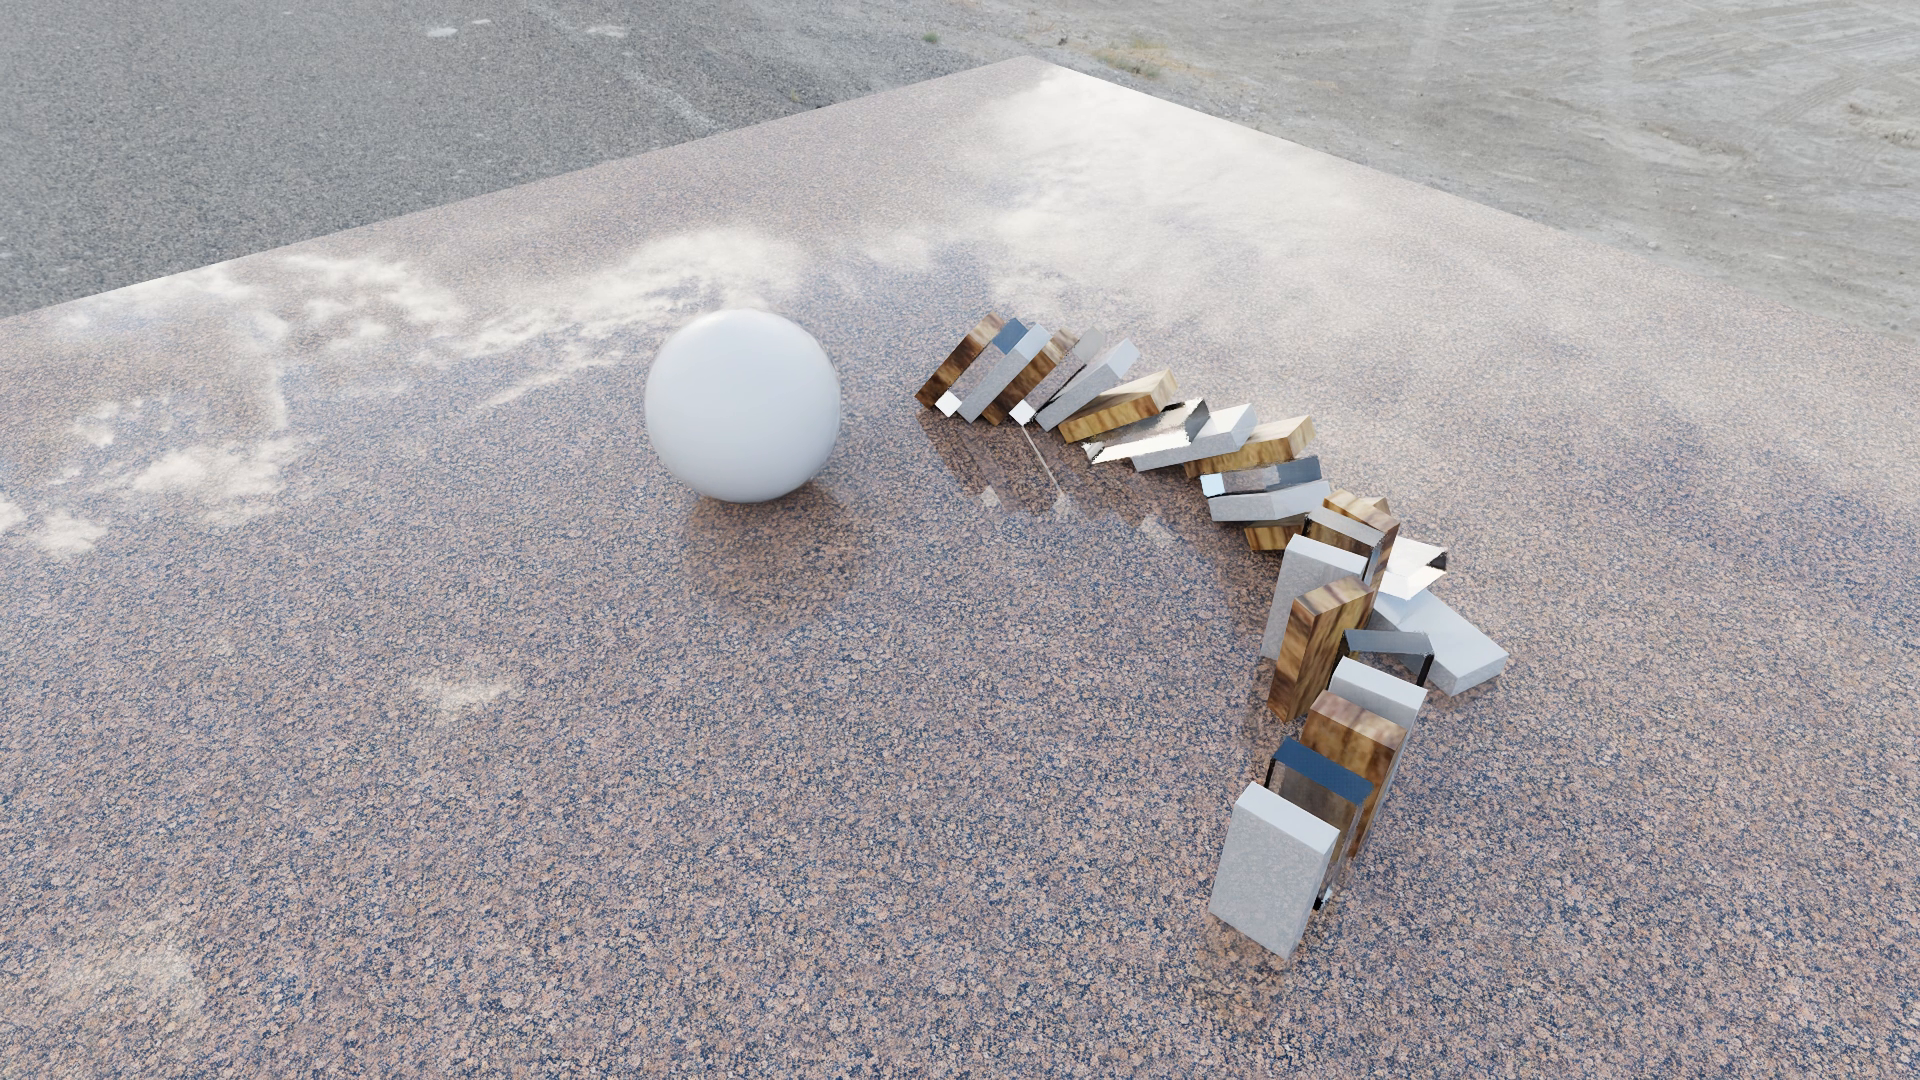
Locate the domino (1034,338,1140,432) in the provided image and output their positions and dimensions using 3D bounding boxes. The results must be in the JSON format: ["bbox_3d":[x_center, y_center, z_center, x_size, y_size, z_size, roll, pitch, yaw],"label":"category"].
[{"bbox_3d":[0.058,-0.071,0.502,0.010,0.050,0.025,48,46,-9],"label":"domino"}]

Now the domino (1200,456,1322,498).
[{"bbox_3d":[0.123,-0.026,0.452,0.025,0.009,0.050,-14,4,-15],"label":"domino"}]

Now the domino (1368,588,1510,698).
[{"bbox_3d":[0.171,0.034,0.402,0.025,0.010,0.050,-18,43,-21],"label":"domino"}]

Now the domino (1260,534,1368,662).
[{"bbox_3d":[0.122,0.024,0.382,0.025,0.050,0.010,21,44,24],"label":"domino"}]

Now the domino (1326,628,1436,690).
[{"bbox_3d":[0.130,0.050,0.350,0.025,0.050,0.010,3,39,3],"label":"domino"}]

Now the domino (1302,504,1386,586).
[{"bbox_3d":[0.133,0.014,0.394,0.025,0.050,0.010,28,47,30],"label":"domino"}]

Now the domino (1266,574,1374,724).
[{"bbox_3d":[0.119,0.037,0.367,0.025,0.050,0.010,-19,43,-21],"label":"domino"}]

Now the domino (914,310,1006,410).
[{"bbox_3d":[0.000,-0.084,0.517,0.010,0.050,0.025,43,46,-4],"label":"domino"}]

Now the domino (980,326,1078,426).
[{"bbox_3d":[0.032,-0.075,0.506,0.009,0.050,0.025,43,46,-4],"label":"domino"}]

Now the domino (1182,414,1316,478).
[{"bbox_3d":[0.123,-0.040,0.471,0.050,0.010,0.025,-9,20,43],"label":"domino"}]

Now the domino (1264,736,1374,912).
[{"bbox_3d":[0.098,0.081,0.312,0.025,0.050,0.010,28,47,30],"label":"domino"}]

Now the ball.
[{"bbox_3d":[-0.089,-0.055,0.456,0.080,0.080,0.080,0,39,0],"label":"ball"}]

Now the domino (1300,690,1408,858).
[{"bbox_3d":[0.112,0.070,0.326,0.025,0.050,0.009,26,46,29],"label":"domino"}]

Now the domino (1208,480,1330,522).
[{"bbox_3d":[0.123,-0.015,0.439,0.025,0.009,0.050,-14,4,-14],"label":"domino"}]

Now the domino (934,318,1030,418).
[{"bbox_3d":[0.010,-0.080,0.512,0.010,0.050,0.025,43,46,-4],"label":"domino"}]

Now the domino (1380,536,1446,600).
[{"bbox_3d":[0.157,0.006,0.425,0.025,0.010,0.050,-27,30,-29],"label":"domino"}]

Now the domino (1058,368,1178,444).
[{"bbox_3d":[0.071,-0.060,0.495,0.050,0.009,0.025,-16,24,41],"label":"domino"}]

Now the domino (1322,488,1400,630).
[{"bbox_3d":[0.141,0.009,0.401,0.009,0.050,0.025,-26,46,-28],"label":"domino"}]

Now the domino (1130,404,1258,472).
[{"bbox_3d":[0.101,-0.044,0.478,0.050,0.009,0.025,-10,26,42],"label":"domino"}]

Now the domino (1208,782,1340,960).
[{"bbox_3d":[0.085,0.091,0.300,0.025,0.050,0.009,28,47,29],"label":"domino"}]

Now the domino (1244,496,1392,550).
[{"bbox_3d":[0.139,-0.006,0.430,0.025,0.009,0.050,-27,12,-29],"label":"domino"}]

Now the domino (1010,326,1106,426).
[{"bbox_3d":[0.045,-0.075,0.506,0.009,0.050,0.025,43,46,-4],"label":"domino"}]

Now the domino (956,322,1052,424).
[{"bbox_3d":[0.020,-0.077,0.508,0.009,0.050,0.025,43,46,-4],"label":"domino"}]

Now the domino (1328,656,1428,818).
[{"bbox_3d":[0.123,0.061,0.337,0.025,0.050,0.010,23,45,25],"label":"domino"}]

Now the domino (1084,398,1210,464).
[{"bbox_3d":[0.082,-0.048,0.483,0.050,0.009,0.025,-9,28,41],"label":"domino"}]
